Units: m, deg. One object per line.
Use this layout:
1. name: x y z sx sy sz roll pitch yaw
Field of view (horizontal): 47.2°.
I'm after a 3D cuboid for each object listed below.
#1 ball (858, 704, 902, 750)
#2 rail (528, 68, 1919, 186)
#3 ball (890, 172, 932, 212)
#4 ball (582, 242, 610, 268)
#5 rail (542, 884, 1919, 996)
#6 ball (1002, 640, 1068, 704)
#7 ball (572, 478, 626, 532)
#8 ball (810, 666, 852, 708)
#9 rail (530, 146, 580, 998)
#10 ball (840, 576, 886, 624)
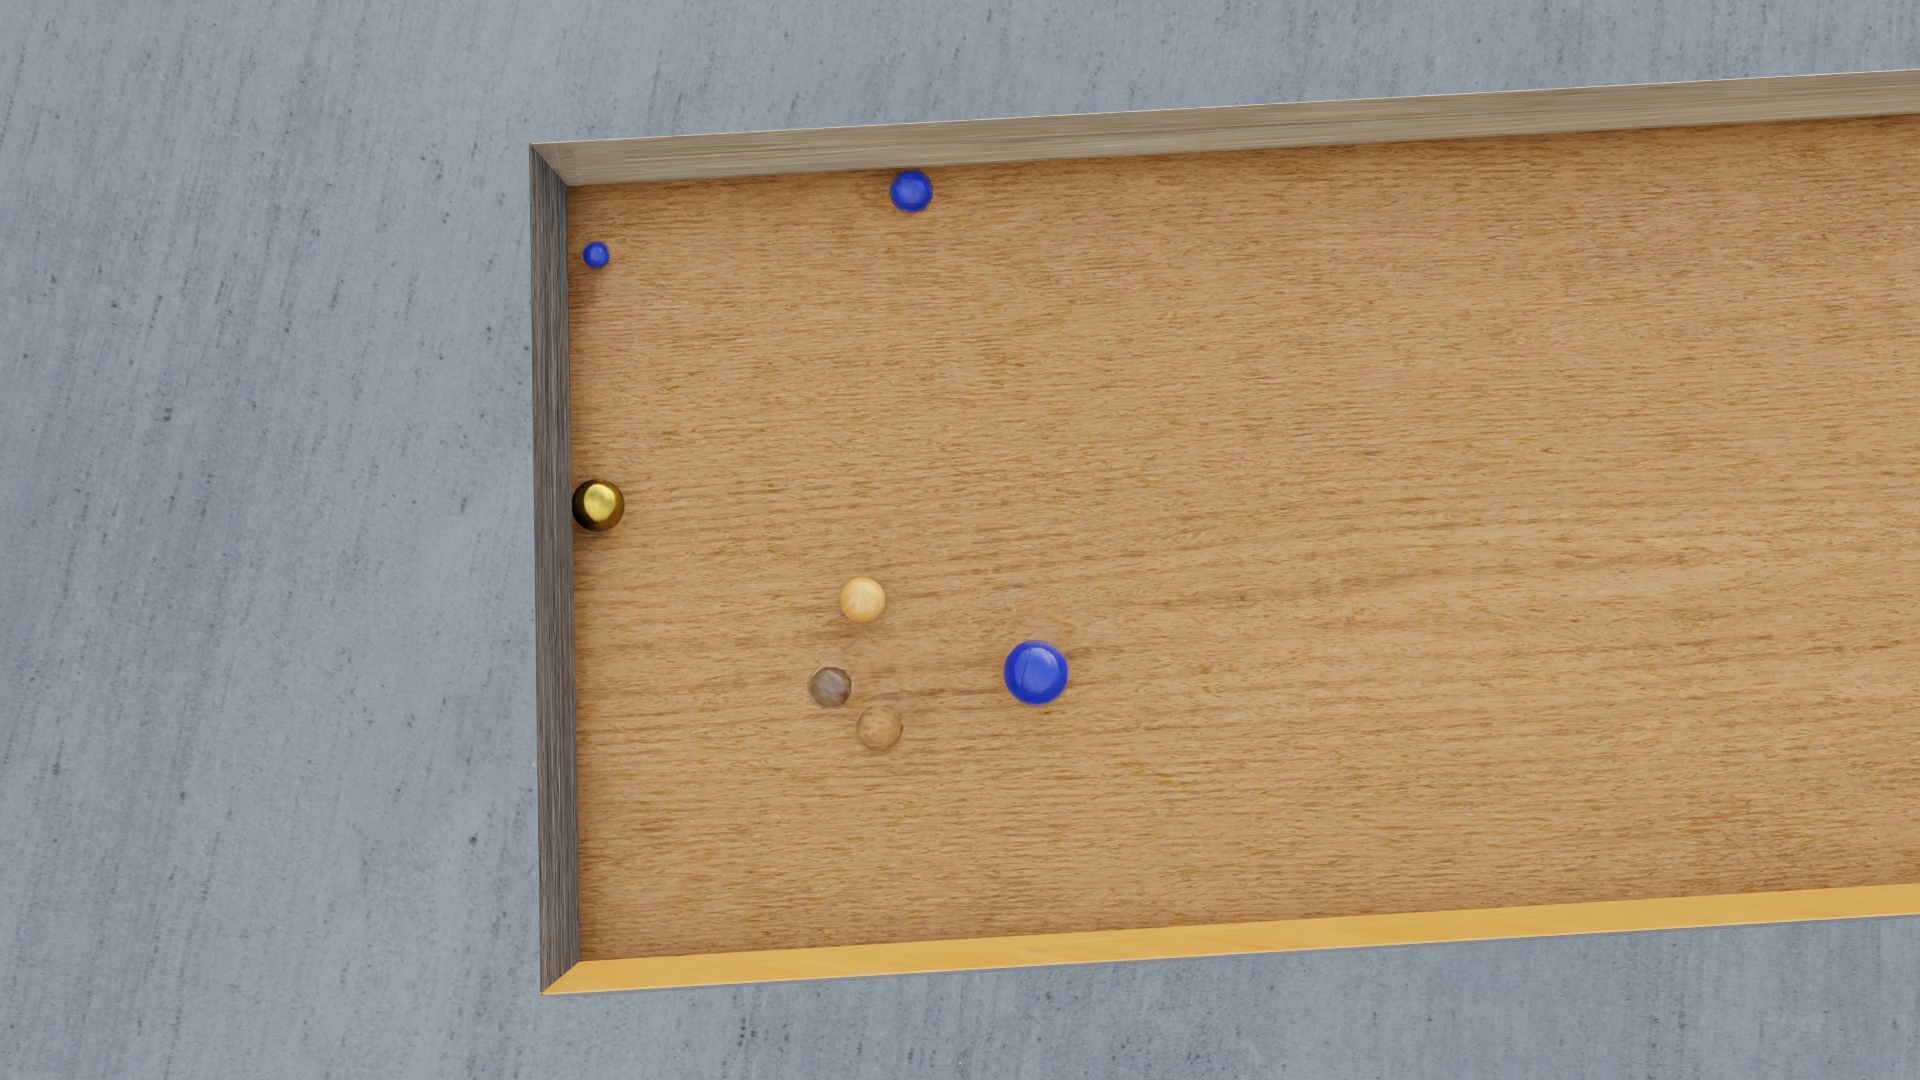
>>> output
1. ball: -0.118 0.278 3.259 0.068 0.068 0.068 0 77 0
2. rail: 0.589 -0.642 3.447 2.504 0.126 0.045 -3 77 -1
3. ball: -0.078 -0.547 3.457 0.065 0.065 0.065 0 77 0
4. ball: -0.570 -0.445 3.445 0.041 0.041 0.041 0 77 0
5. rail: 0.660 0.558 3.161 2.504 0.126 0.045 -3 77 -1
6. ball: 0.112 0.196 3.263 0.097 0.097 0.097 0 77 0
7. ball: -0.548 -0.052 3.331 0.081 0.081 0.081 0 77 0
8. ball: -0.193 0.219 3.276 0.062 0.062 0.062 0 77 0
9. rail: -0.601 0.027 3.288 0.045 0.126 1.283 -3 77 -1
10. ball: -0.146 0.090 3.303 0.070 0.070 0.070 0 77 0
